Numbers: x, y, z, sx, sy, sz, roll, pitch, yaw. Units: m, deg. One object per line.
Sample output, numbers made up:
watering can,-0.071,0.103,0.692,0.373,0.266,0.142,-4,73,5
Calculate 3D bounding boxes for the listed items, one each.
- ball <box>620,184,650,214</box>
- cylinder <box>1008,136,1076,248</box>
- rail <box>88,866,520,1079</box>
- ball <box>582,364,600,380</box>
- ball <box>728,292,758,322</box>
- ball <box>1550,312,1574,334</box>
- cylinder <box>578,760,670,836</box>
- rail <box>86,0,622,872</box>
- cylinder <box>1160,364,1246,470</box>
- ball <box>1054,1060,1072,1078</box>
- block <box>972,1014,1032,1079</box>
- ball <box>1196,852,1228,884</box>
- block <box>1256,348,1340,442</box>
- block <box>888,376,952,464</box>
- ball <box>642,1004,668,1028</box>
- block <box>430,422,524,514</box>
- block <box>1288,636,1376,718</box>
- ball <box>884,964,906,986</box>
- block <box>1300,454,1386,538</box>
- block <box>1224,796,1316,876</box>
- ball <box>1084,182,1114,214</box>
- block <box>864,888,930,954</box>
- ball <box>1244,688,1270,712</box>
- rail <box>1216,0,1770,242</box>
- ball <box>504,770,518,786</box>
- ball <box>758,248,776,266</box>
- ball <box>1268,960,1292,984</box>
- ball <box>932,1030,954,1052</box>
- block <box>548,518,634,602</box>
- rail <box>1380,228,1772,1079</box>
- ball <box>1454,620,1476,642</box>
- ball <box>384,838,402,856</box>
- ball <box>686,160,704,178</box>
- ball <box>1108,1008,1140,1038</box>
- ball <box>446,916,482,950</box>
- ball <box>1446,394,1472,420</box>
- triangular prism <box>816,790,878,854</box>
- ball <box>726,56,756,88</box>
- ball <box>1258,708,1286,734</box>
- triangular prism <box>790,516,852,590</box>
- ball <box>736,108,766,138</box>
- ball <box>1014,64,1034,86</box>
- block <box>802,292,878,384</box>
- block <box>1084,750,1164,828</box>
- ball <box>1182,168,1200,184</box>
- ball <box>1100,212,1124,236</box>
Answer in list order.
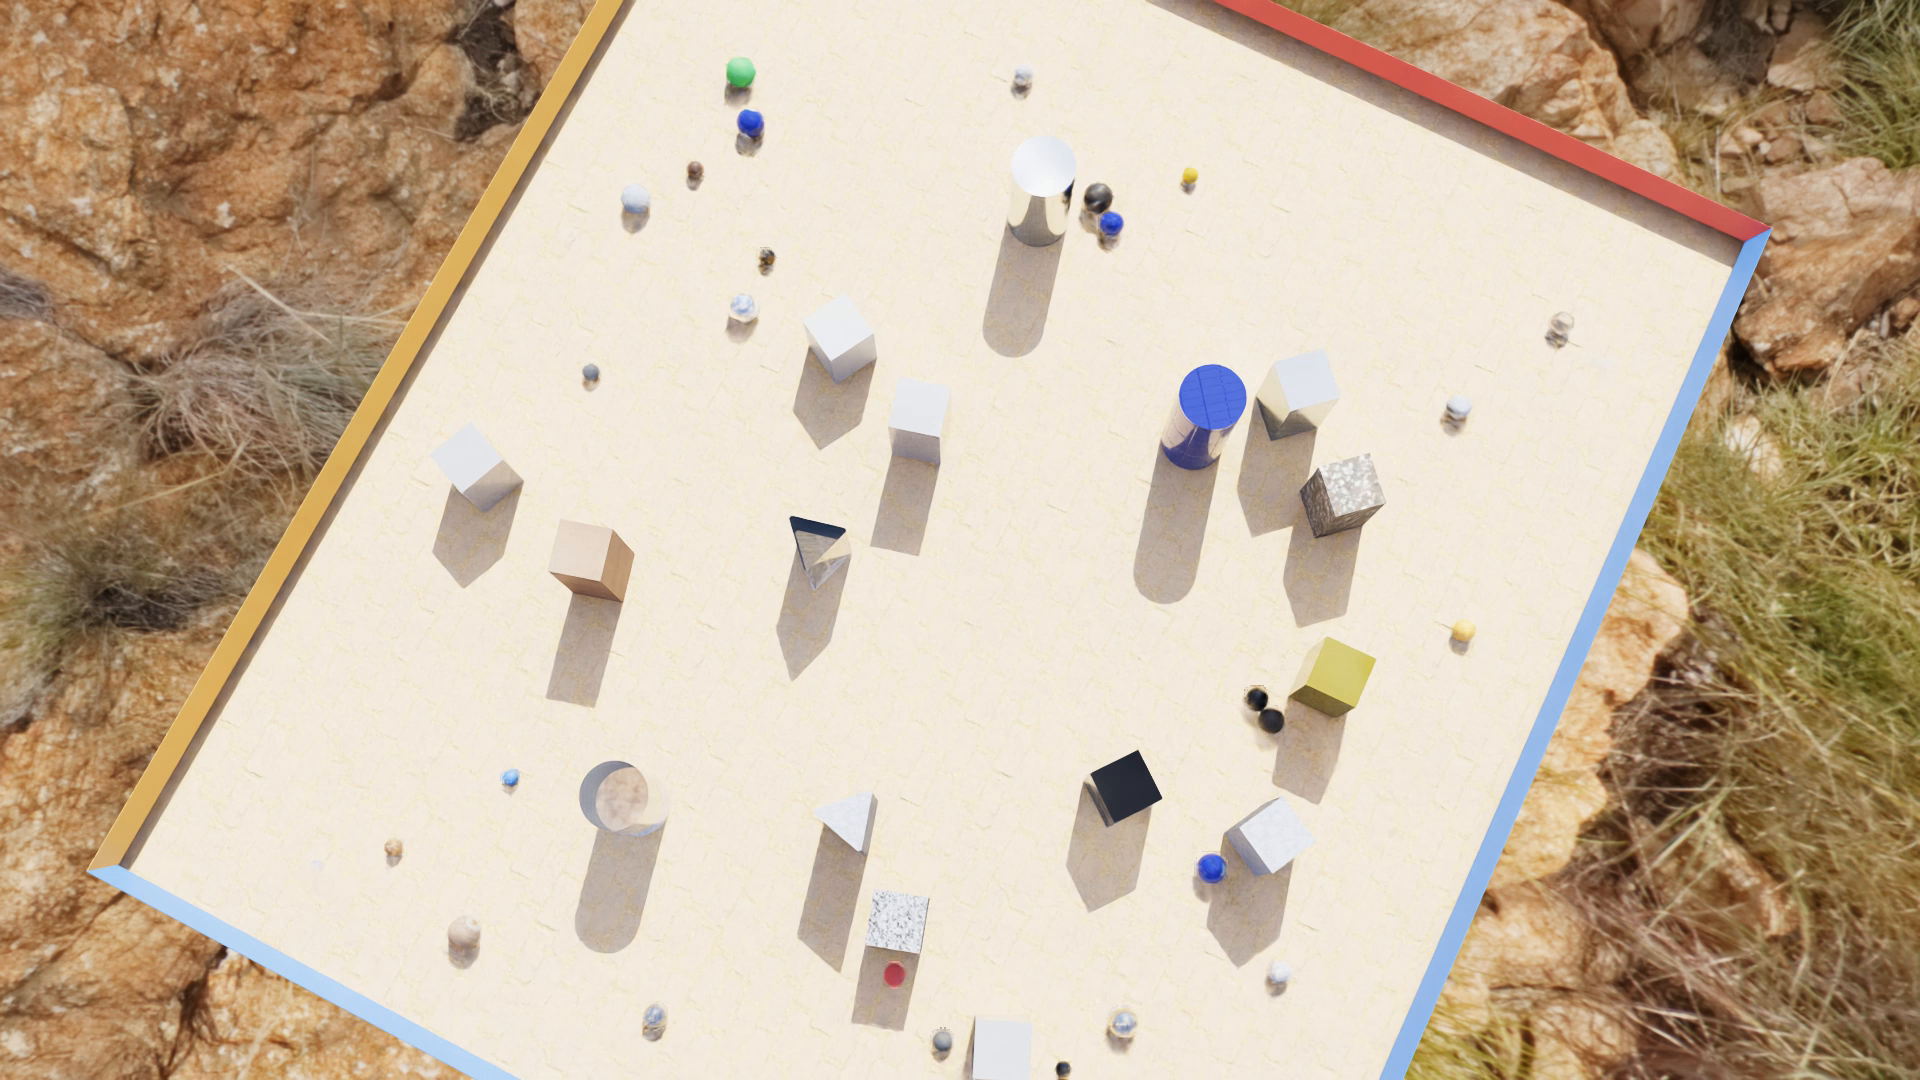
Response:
ball,-1.025,-1.079,5.792,0.093,0.093,0.093,0,78,0
cylinder,0.248,-1.065,5.625,0.194,0.416,0.194,0,78,0
rail,-0.888,1.745,5.190,3.634,0.126,0.045,26,80,5
ball,-1.147,-0.522,5.697,0.053,0.053,0.053,0,78,0
ball,-0.676,-0.727,5.717,0.097,0.097,0.097,0,78,0
ball,1.880,-0.677,5.719,0.073,0.073,0.073,0,78,0
cylinder,-0.959,0.747,5.265,0.194,0.385,0.194,0,78,0
rail,-1.604,-0.779,5.712,0.045,0.126,4.016,26,80,5
cylinder,0.720,-0.359,5.446,0.194,0.479,0.194,0,78,0
ball,0.297,1.524,5.277,0.048,0.048,0.048,0,78,0
block,0.116,1.426,5.158,0.155,0.321,0.155,3,78,1
ball,0.738,0.963,5.371,0.090,0.090,0.090,0,78,0
block,1.016,-0.434,5.529,0.155,0.347,0.155,-16,79,-3
block,-0.119,-0.356,5.522,0.155,0.330,0.155,12,79,2
ball,-0.882,1.376,5.296,0.071,0.071,0.071,0,78,0
block,-1.453,-0.216,5.522,0.155,0.272,0.155,-41,81,-8
block,1.090,0.406,5.381,0.155,0.296,0.155,25,79,5
ball,-0.191,1.264,5.322,0.064,0.064,0.064,0,78,0
block,1.141,-0.129,5.481,0.155,0.317,0.155,-15,79,-3
block,0.890,0.856,5.283,0.155,0.307,0.155,-35,80,-7
ball,0.437,-1.082,5.791,0.096,0.096,0.096,0,78,0
block,-0.178,1.093,5.258,0.155,0.258,0.155,9,78,2
ball,0.889,0.477,5.481,0.072,0.072,0.072,0,78,0
rail,0.888,-1.732,5.910,3.634,0.126,0.045,26,80,5
ball,-1.335,0.706,5.447,0.046,0.046,0.046,0,78,0
ball,-0.607,-0.891,5.774,0.053,0.053,0.053,0,78,0
ball,0.931,1.257,5.322,0.068,0.068,0.068,0,78,0
ball,-0.049,1.445,5.288,0.058,0.058,0.058,0,78,0
block,-1.086,0.065,5.416,0.155,0.366,0.155,11,79,2
rail,1.604,0.792,5.387,0.045,0.126,4.016,26,80,5
ball,1.522,0.272,5.526,0.067,0.067,0.067,0,78,0
ball,-1.670,0.905,5.403,0.051,0.051,0.051,0,78,0
ball,-0.842,-1.180,5.832,0.057,0.057,0.057,0,78,0
ball,0.473,1.392,5.284,0.086,0.086,0.086,0,78,0
ball,-1.443,1.143,5.331,0.096,0.096,0.096,0,78,0
ball,1.541,-0.410,5.662,0.077,0.077,0.077,0,78,0
triangular prism,-0.293,0.788,5.257,0.168,0.384,0.145,40,81,8
ball,-0.704,-1.502,5.878,0.097,0.097,0.097,0,78,0
ball,0.928,0.540,5.464,0.080,0.080,0.080,0,78,0
triangular prism,-0.440,0.013,5.452,0.145,0.316,0.168,43,81,8
ball,-0.667,-1.330,5.845,0.092,0.092,0.092,0,78,0
ball,0.206,-1.497,5.891,0.069,0.069,0.069,0,78,0
block,-0.366,-0.615,5.619,0.155,0.245,0.155,-34,80,-7
block,0.471,0.725,5.322,0.155,0.284,0.155,-26,79,-5
ball,0.735,-1.158,5.829,0.053,0.053,0.053,0,78,0
ball,0.481,-0.999,5.784,0.077,0.077,0.077,0,78,0
